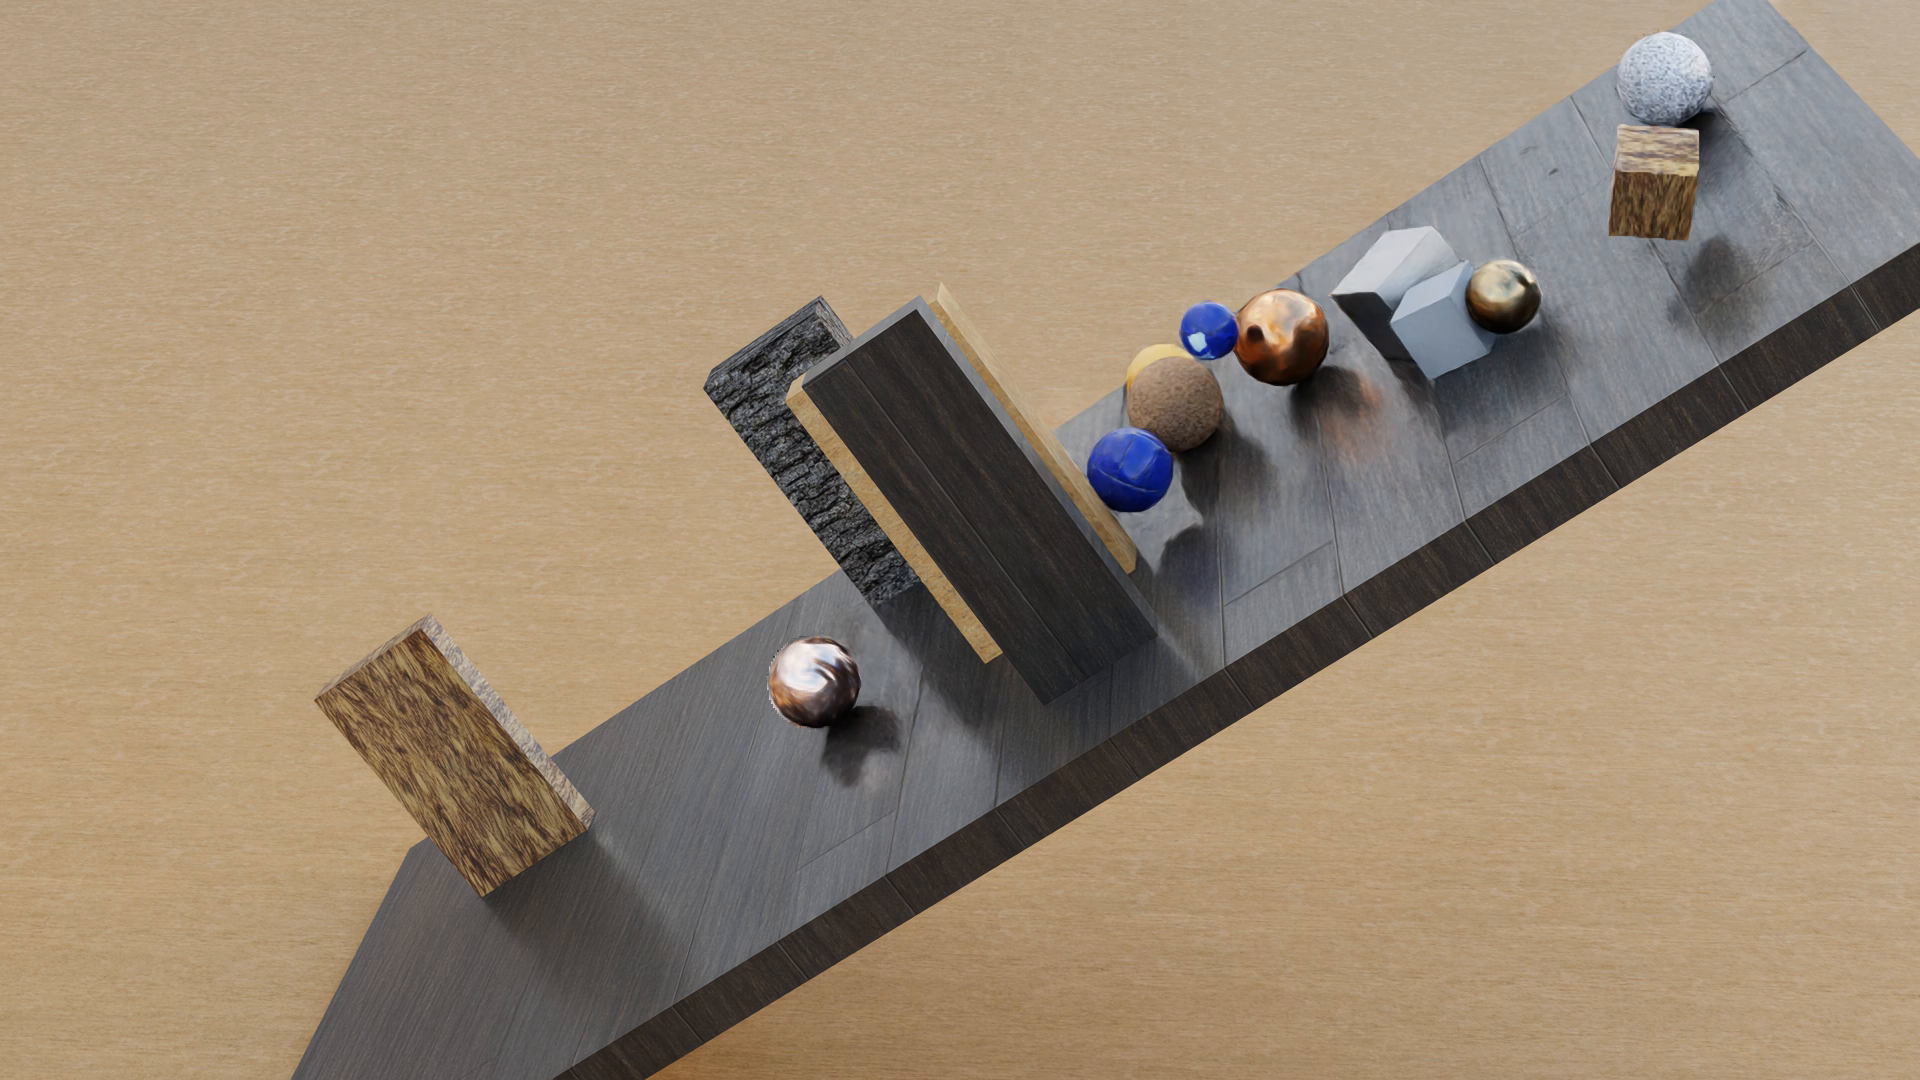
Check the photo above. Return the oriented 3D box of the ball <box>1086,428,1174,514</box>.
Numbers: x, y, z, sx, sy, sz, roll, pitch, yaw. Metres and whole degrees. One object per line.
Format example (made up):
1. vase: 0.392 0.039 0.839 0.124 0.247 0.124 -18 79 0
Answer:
1. ball: 0.351 -0.144 6.076 0.178 0.178 0.178 0 22 0

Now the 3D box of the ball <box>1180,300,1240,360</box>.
1. ball: 0.523 -0.439 6.166 0.124 0.124 0.124 0 22 0

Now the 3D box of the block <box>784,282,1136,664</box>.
1. block: 0.007 -0.132 5.983 0.375 0.692 0.125 -33 16 15

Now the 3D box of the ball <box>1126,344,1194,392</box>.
1. ball: 0.459 -0.359 6.641 0.170 0.170 0.170 0 22 0

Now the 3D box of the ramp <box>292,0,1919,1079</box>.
1. ramp: 0.134 0.175 6.309 4.000 0.100 2.000 -33 16 15

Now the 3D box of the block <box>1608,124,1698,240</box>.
1. block: 1.300 -0.670 5.512 0.148 0.148 0.148 5 44 10

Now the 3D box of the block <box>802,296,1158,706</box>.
1. block: 0.044 -0.068 5.545 0.264 0.783 0.090 -33 16 15

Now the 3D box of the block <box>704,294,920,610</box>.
1. block: -0.260 -0.200 6.827 0.320 0.663 0.139 -33 16 15

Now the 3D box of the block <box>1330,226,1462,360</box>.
1. block: 0.913 -0.501 5.983 0.186 0.186 0.186 -48 18 -14

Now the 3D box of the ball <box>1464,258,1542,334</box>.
1. ball: 1.049 -0.471 5.682 0.145 0.145 0.145 0 22 0

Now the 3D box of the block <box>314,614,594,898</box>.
1. block: -1.179 0.507 6.875 0.325 0.618 0.091 -33 16 15

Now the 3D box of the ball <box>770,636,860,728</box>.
1. ball: -0.313 0.307 6.348 0.197 0.197 0.197 0 22 0

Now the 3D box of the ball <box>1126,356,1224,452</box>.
1. ball: 0.465 -0.293 6.362 0.208 0.208 0.208 0 22 0

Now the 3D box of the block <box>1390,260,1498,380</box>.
1. block: 0.962 -0.432 5.795 0.143 0.143 0.143 -25 19 37

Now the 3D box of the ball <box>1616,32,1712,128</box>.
1. ball: 1.465 -0.957 6.120 0.195 0.195 0.195 0 22 0

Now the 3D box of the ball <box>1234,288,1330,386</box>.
1. ball: 0.685 -0.433 6.284 0.208 0.208 0.208 0 22 0
